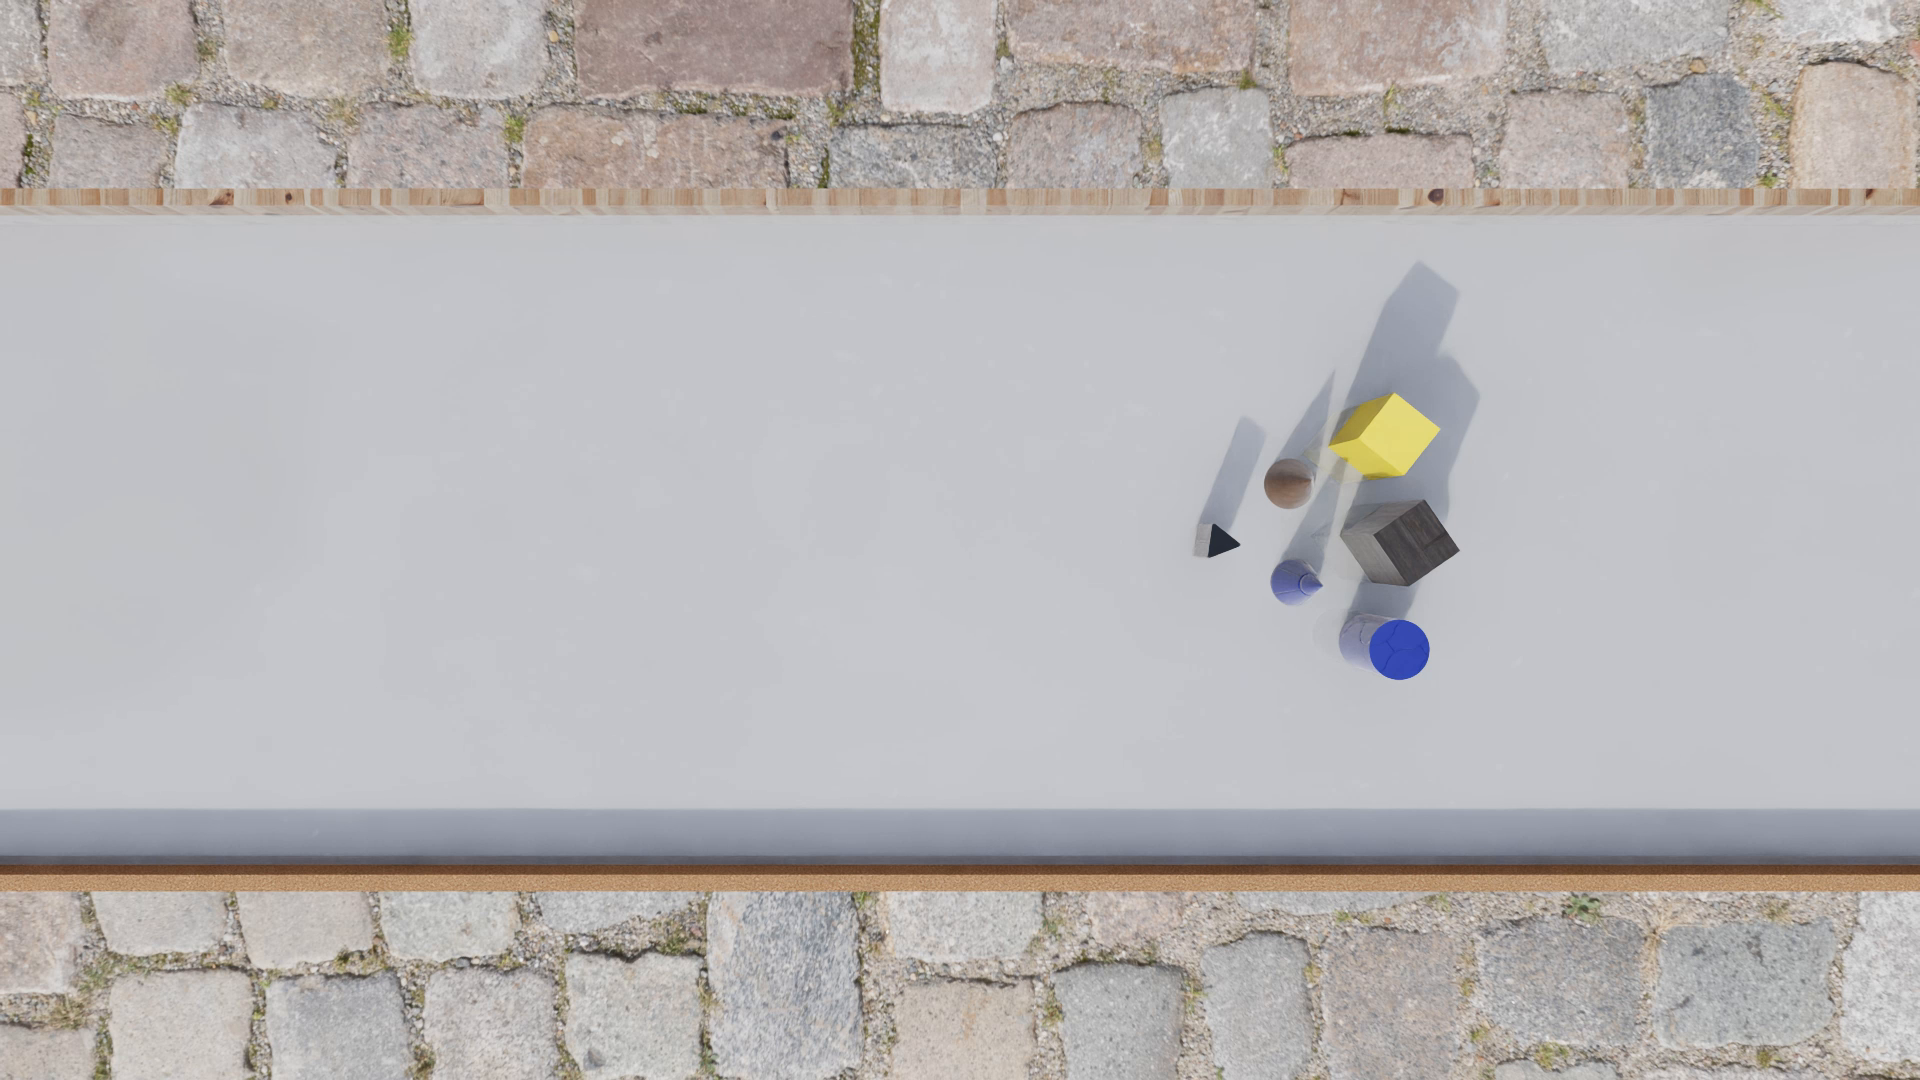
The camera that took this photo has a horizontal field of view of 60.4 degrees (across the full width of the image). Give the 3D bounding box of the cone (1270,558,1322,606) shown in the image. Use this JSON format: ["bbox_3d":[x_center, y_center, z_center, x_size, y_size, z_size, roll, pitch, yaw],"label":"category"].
[{"bbox_3d":[1.028,0.130,4.871,0.146,0.412,0.146,0,90,0],"label":"cone"}]

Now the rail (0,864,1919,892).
[{"bbox_3d":[-2.247,1.025,5.001,12.000,0.150,0.050,0,90,0],"label":"rail"}]

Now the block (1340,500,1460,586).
[{"bbox_3d":[1.291,0.008,4.869,0.177,0.414,0.177,-35,90,0],"label":"block"}]

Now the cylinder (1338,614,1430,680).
[{"bbox_3d":[1.251,0.313,4.887,0.173,0.380,0.173,0,90,0],"label":"cylinder"}]

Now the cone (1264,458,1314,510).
[{"bbox_3d":[1.014,-0.172,4.915,0.156,0.322,0.156,0,90,0],"label":"cone"}]

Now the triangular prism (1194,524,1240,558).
[{"bbox_3d":[0.750,-0.007,4.926,0.100,0.300,0.087,-22,90,0],"label":"triangular prism"}]

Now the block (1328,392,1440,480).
[{"bbox_3d":[1.249,-0.302,4.882,0.167,0.389,0.167,38,90,0],"label":"block"}]

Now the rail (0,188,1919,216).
[{"bbox_3d":[-2.247,-1.025,5.002,12.000,0.150,0.050,0,90,0],"label":"rail"}]
